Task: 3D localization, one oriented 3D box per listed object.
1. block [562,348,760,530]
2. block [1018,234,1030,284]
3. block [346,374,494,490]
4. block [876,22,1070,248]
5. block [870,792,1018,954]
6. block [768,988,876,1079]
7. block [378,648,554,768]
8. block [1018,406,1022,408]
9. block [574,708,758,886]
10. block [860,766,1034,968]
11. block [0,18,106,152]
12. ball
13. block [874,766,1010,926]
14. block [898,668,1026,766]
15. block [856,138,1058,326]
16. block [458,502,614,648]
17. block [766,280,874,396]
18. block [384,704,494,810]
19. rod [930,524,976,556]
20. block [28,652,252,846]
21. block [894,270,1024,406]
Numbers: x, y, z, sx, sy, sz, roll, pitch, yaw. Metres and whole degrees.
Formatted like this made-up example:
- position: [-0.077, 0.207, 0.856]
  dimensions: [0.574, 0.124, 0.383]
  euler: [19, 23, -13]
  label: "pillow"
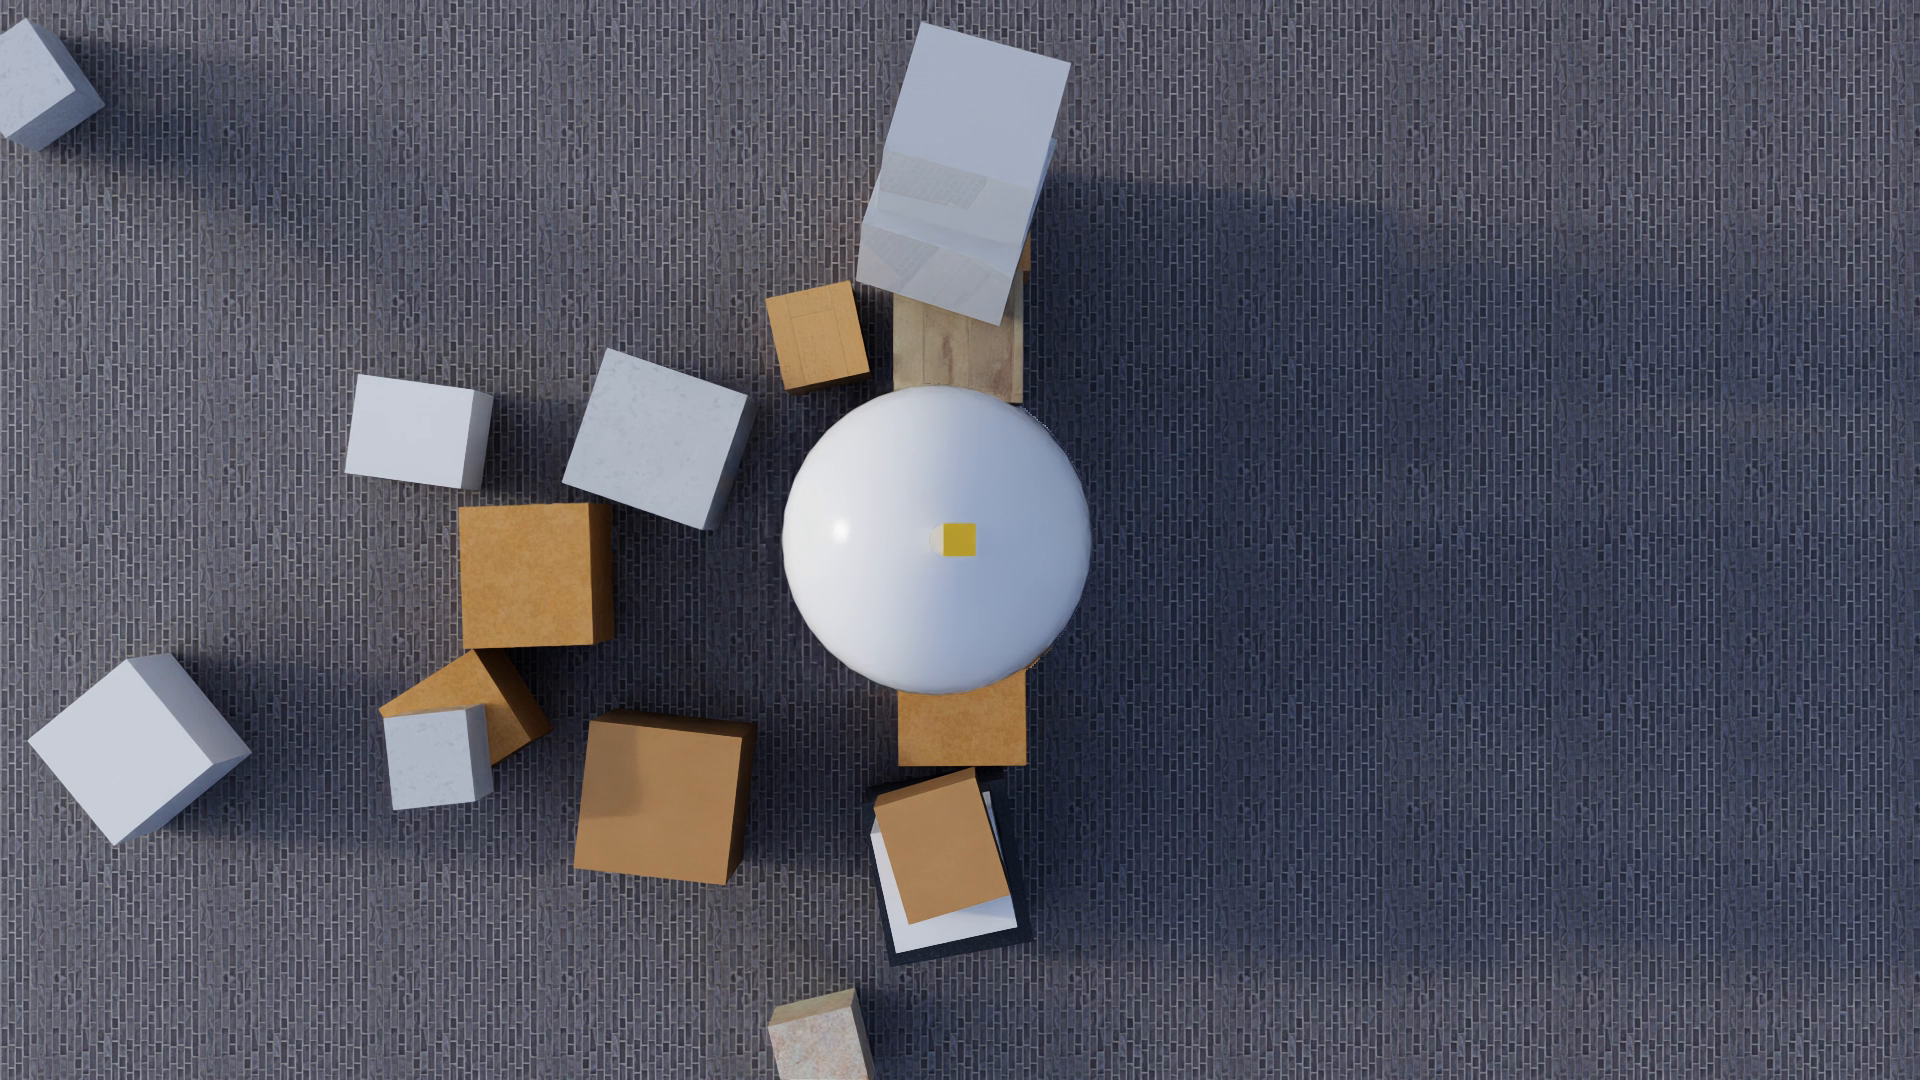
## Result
- position: [-1.698, -0.563, 12.615]
  dimensions: [0.825, 0.769, 0.792]
  euler: [19, 90, 0]
  label: "block"
- position: [0.017, -1.853, 12.671]
  dimensions: [0.758, 0.658, 0.687]
  euler: [0, 90, 0]
  label: "block"
- position: [-3.123, -0.617, 12.737]
  dimensions: [0.663, 0.527, 0.565]
  euler: [8, 90, 0]
  label: "block"
- position: [0.061, -2.049, 11.182]
  dimensions: [0.774, 0.691, 0.723]
  euler: [15, 73, -1]
  label: "block"
- position: [-0.083, 1.762, 11.757]
  dimensions: [0.641, 0.764, 0.629]
  euler: [-12, 90, 0]
  label: "block"
- position: [-0.796, 2.947, 12.734]
  dimensions: [0.485, 0.532, 0.502]
  euler: [-14, 90, 0]
  label: "block"
- position: [-2.825, 1.032, 12.646]
  dimensions: [0.628, 0.708, 0.606]
  euler: [-32, 90, 0]
  label: "block"
- position: [0.013, -0.432, 12.705]
  dimensions: [0.664, 0.590, 0.648]
  euler: [0, 90, 0]
  label: "block"
- position: [-1.661, 1.445, 12.542]
  dimensions: [0.841, 0.917, 0.815]
  euler: [6, 90, 0]
  label: "block"
- position: [-0.069, 1.838, 12.569]
  dimensions: [0.809, 0.861, 0.915]
  euler: [-10, 90, 0]
  label: "block"
- position: [-5.392, -2.637, 12.779]
  dimensions: [0.486, 0.443, 0.499]
  euler: [-35, 90, 0]
  label: "block"
- position: [-0.118, 0.000, 11.322]
  dimensions: [1.600, 1.600, 1.600]
  euler: [0, 90, 0]
  label: "ball"
- position: [-0.089, 1.536, 11.110]
  dimensions: [0.523, 0.528, 0.604]
  euler: [-17, 90, 0]
  label: "block"
- position: [0.010, 0.934, 12.684]
  dimensions: [0.718, 0.632, 0.673]
  euler: [0, 90, 0]
  label: "block"
- position: [-0.030, -1.771, 11.858]
  dimensions: [0.829, 0.771, 0.792]
  euler: [18, 73, 0]
  label: "block"
- position: [-2.415, 0.199, 12.617]
  dimensions: [0.723, 0.767, 0.789]
  euler: [-2, 90, 0]
  label: "block"
- position: [-0.810, -1.163, 12.744]
  dimensions: [0.492, 0.512, 0.531]
  euler: [-12, 90, 0]
  label: "block"
- position: [-2.852, 1.182, 12.055]
  dimensions: [0.442, 0.474, 0.497]
  euler: [-6, 90, 0]
  label: "block"
- position: [-0.051, 0.000, 7.923]
  dimensions: [0.080, 5.200, 0.080]
  euler: [0, 90, -1]
  label: "rod"
- position: [-4.703, 1.190, 12.658]
  dimensions: [0.719, 0.685, 0.764]
  euler: [-39, 90, 0]
  label: "block"
- position: [-0.011, -1.132, 12.607]
  dimensions: [0.719, 0.786, 0.733]
  euler: [0, 90, 0]
  label: "block"
